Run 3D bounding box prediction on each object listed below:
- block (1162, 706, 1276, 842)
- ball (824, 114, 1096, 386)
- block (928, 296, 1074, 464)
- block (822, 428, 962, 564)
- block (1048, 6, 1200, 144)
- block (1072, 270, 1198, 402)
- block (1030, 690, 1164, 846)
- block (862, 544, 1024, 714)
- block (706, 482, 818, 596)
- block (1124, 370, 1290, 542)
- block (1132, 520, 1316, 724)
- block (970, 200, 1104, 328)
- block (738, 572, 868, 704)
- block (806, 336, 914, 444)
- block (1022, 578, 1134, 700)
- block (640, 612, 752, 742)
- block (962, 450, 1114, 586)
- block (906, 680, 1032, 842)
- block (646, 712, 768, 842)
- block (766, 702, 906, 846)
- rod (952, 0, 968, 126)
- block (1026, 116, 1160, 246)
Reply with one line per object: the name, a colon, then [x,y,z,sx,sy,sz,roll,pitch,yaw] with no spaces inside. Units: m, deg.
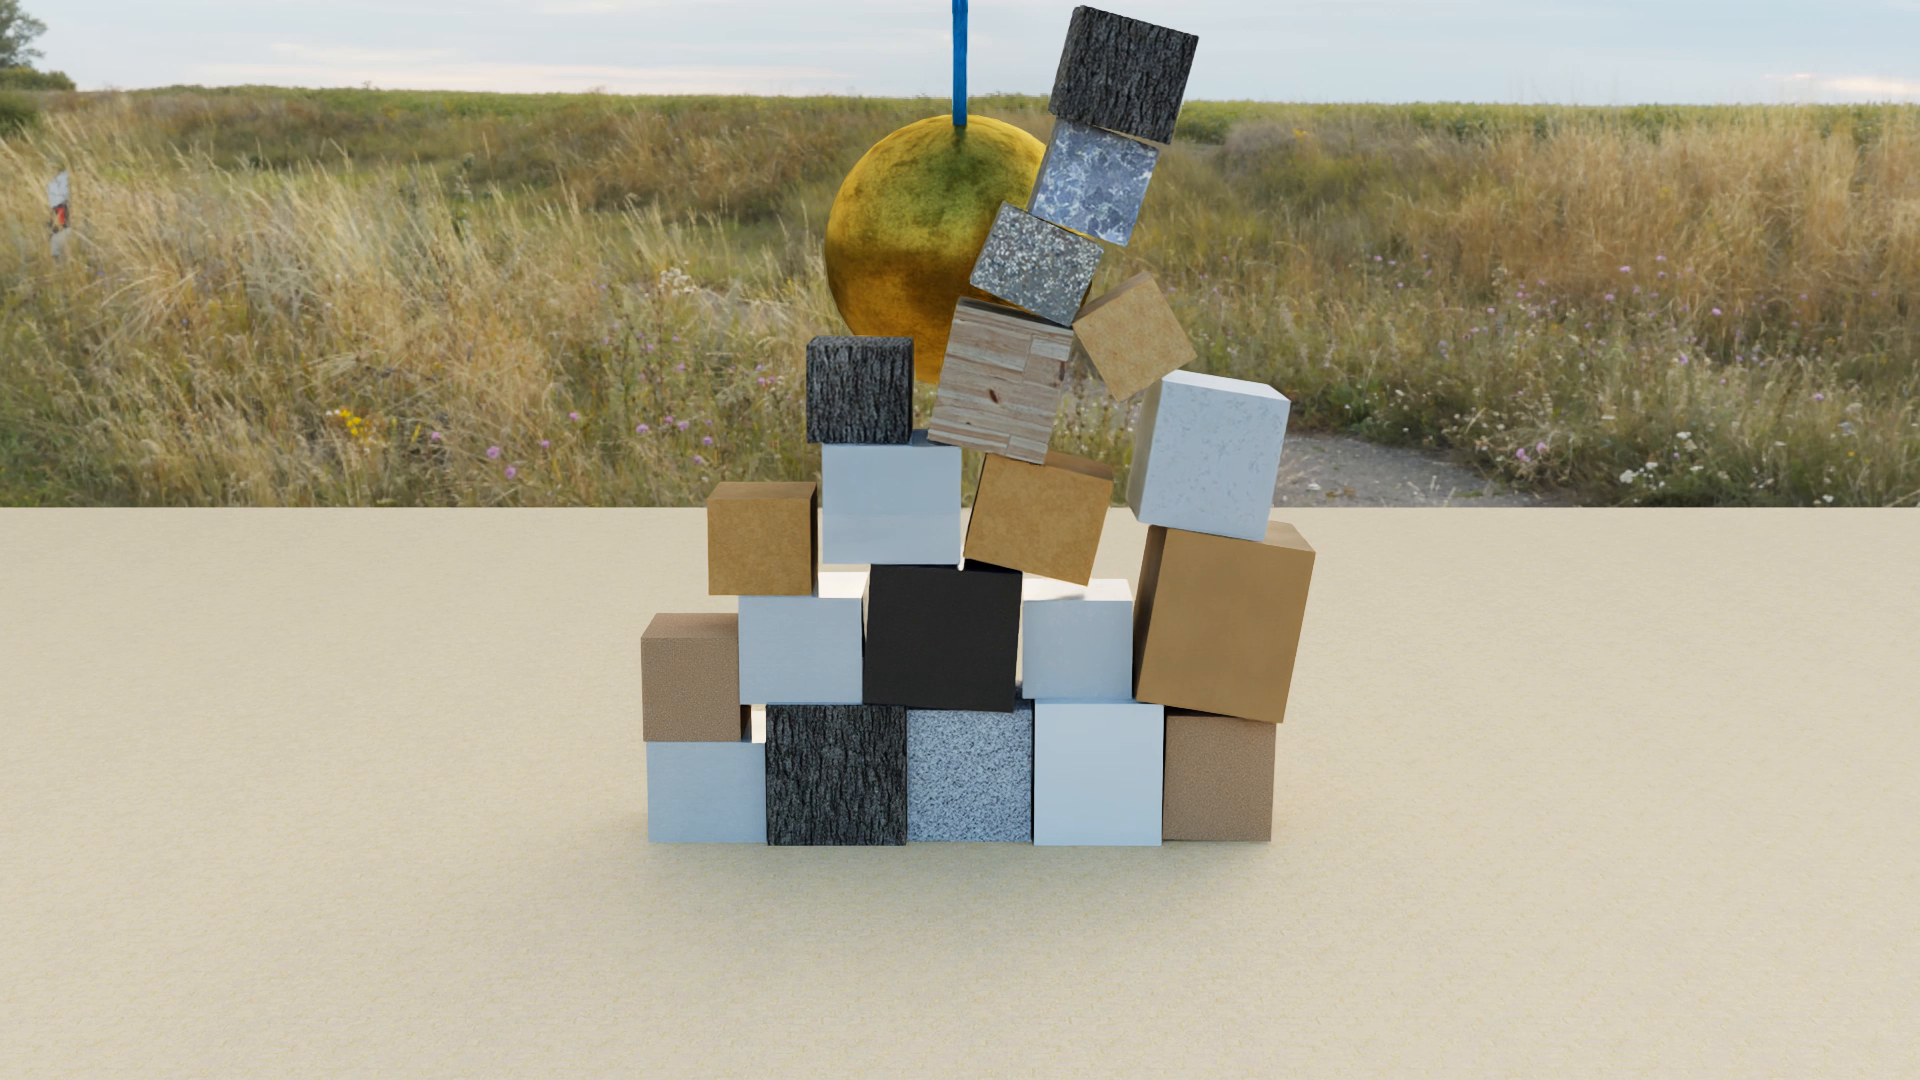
block: [1.309,1.151,11.397,0.552,0.645,0.615,1,10,0]
ball: [0.000,-1.697,12.980,1.600,1.600,1.600,0,10,0]
block: [0.204,-0.813,11.046,0.587,0.671,0.690,13,10,-1]
block: [-0.342,-0.229,11.131,0.681,0.589,0.655,0,10,-1]
block: [0.786,-2.275,10.749,0.569,0.524,0.618,14,12,-5]
block: [0.858,-1.021,10.977,0.456,0.453,0.464,-30,9,7]
block: [0.695,1.117,11.364,0.641,0.736,0.694,0,10,0]
block: [-0.079,0.430,11.255,0.755,0.706,0.699,4,10,1]
block: [-0.995,-0.013,11.188,0.511,0.485,0.570,0,10,0]
block: [1.237,-0.447,11.111,0.632,0.707,0.725,9,10,-3]
block: [1.312,0.355,11.260,0.741,0.880,0.825,9,10,-2]
block: [0.375,-1.377,10.947,0.533,0.423,0.469,23,10,-4]
block: [-0.791,0.496,11.272,0.613,0.546,0.650,0,10,1]
block: [-0.497,-0.759,11.049,0.501,0.482,0.527,1,10,1]
block: [0.594,0.501,11.284,0.549,0.506,0.547,0,10,1]
block: [-1.349,0.699,11.309,0.491,0.535,0.587,0,10,0]
block: [0.395,-0.153,11.155,0.639,0.543,0.596,13,10,-1]
block: [0.046,1.136,11.397,0.627,0.687,0.617,0,10,0]
block: [-1.278,1.220,11.400,0.597,0.521,0.621,0,10,0]
block: [-0.621,1.121,11.383,0.697,0.723,0.735,0,10,0]
rod: [0.000,-4.626,11.253,0.080,5.200,0.080,0,31,0]
block: [0.651,-1.780,10.864,0.493,0.494,0.451,18,12,-5]
